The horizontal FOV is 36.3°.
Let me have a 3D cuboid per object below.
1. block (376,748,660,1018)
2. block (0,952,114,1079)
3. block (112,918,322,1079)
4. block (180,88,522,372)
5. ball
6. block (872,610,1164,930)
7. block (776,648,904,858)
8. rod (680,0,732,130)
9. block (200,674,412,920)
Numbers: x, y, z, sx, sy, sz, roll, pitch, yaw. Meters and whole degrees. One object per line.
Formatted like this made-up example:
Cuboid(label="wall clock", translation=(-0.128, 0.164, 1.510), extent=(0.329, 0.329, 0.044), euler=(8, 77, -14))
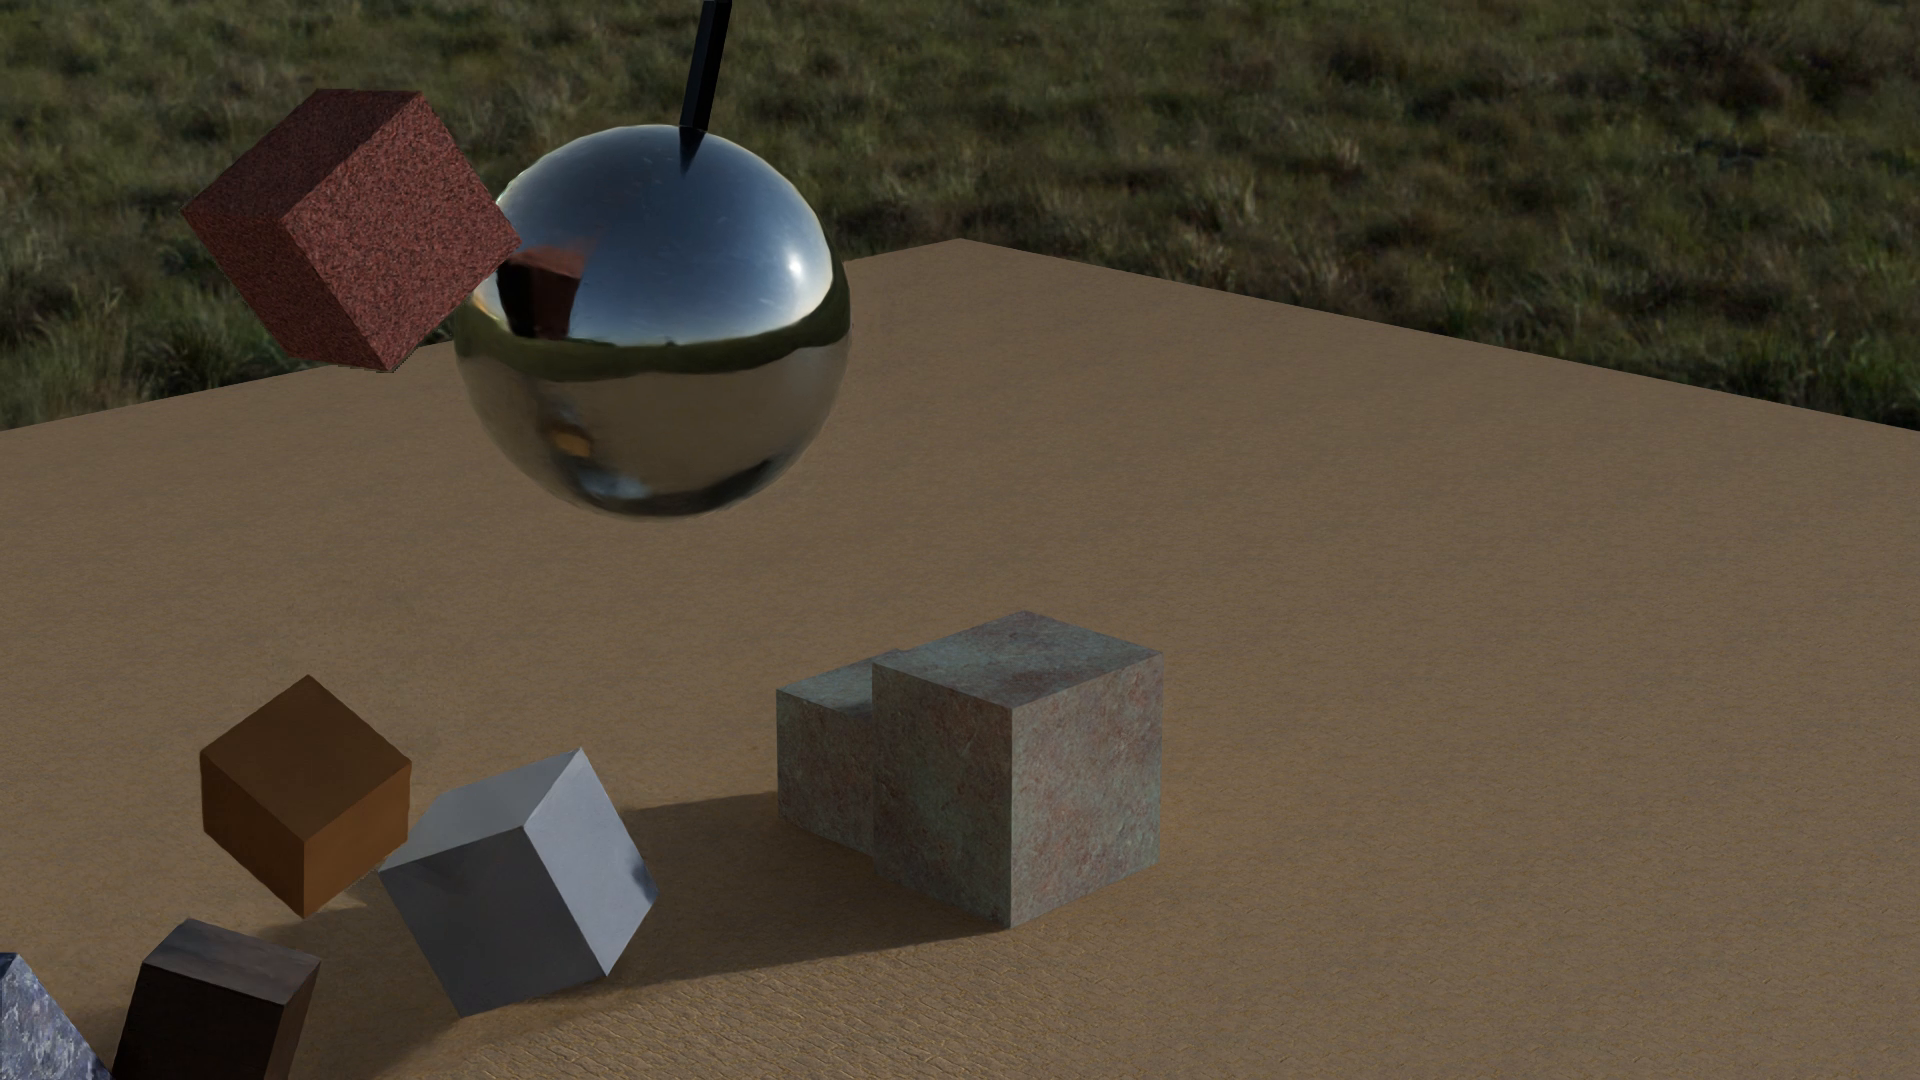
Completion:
Cuboid(label="block", translation=(-1.812, 1.414, 12.113), extent=(0.724, 0.729, 0.651), euler=(-19, 18, 23))
Cuboid(label="block", translation=(-3.609, 1.954, 10.357), extent=(0.737, 0.721, 0.694), euler=(-2, 42, 23))
Cuboid(label="block", translation=(-2.809, 1.863, 11.034), extent=(0.541, 0.609, 0.607), euler=(17, 8, -2))
Cuboid(label="block", translation=(-2.217, -1.142, 10.701), extent=(0.723, 0.693, 0.723), euler=(10, 51, 47))
Cuboid(label="ball", translation=(-1.230, -0.865, 11.780), extent=(1.600, 1.600, 1.600), euler=(0, 17, 0))
Cuboid(label="block", translation=(0.264, 1.021, 13.372), extent=(0.862, 1.033, 1.005), euler=(16, 24, 42))
Cuboid(label="block", translation=(-0.313, 1.019, 13.995), extent=(0.784, 0.664, 0.798), euler=(16, 24, 42))
Cuboid(label="rod", translation=(-0.533, -4.179, 11.470), extent=(0.080, 5.200, 0.080), euler=(17, 7, 42))
Cuboid(label="block", translation=(-2.479, 0.972, 11.115), extent=(0.561, 0.519, 0.529), euler=(37, 52, 18))
